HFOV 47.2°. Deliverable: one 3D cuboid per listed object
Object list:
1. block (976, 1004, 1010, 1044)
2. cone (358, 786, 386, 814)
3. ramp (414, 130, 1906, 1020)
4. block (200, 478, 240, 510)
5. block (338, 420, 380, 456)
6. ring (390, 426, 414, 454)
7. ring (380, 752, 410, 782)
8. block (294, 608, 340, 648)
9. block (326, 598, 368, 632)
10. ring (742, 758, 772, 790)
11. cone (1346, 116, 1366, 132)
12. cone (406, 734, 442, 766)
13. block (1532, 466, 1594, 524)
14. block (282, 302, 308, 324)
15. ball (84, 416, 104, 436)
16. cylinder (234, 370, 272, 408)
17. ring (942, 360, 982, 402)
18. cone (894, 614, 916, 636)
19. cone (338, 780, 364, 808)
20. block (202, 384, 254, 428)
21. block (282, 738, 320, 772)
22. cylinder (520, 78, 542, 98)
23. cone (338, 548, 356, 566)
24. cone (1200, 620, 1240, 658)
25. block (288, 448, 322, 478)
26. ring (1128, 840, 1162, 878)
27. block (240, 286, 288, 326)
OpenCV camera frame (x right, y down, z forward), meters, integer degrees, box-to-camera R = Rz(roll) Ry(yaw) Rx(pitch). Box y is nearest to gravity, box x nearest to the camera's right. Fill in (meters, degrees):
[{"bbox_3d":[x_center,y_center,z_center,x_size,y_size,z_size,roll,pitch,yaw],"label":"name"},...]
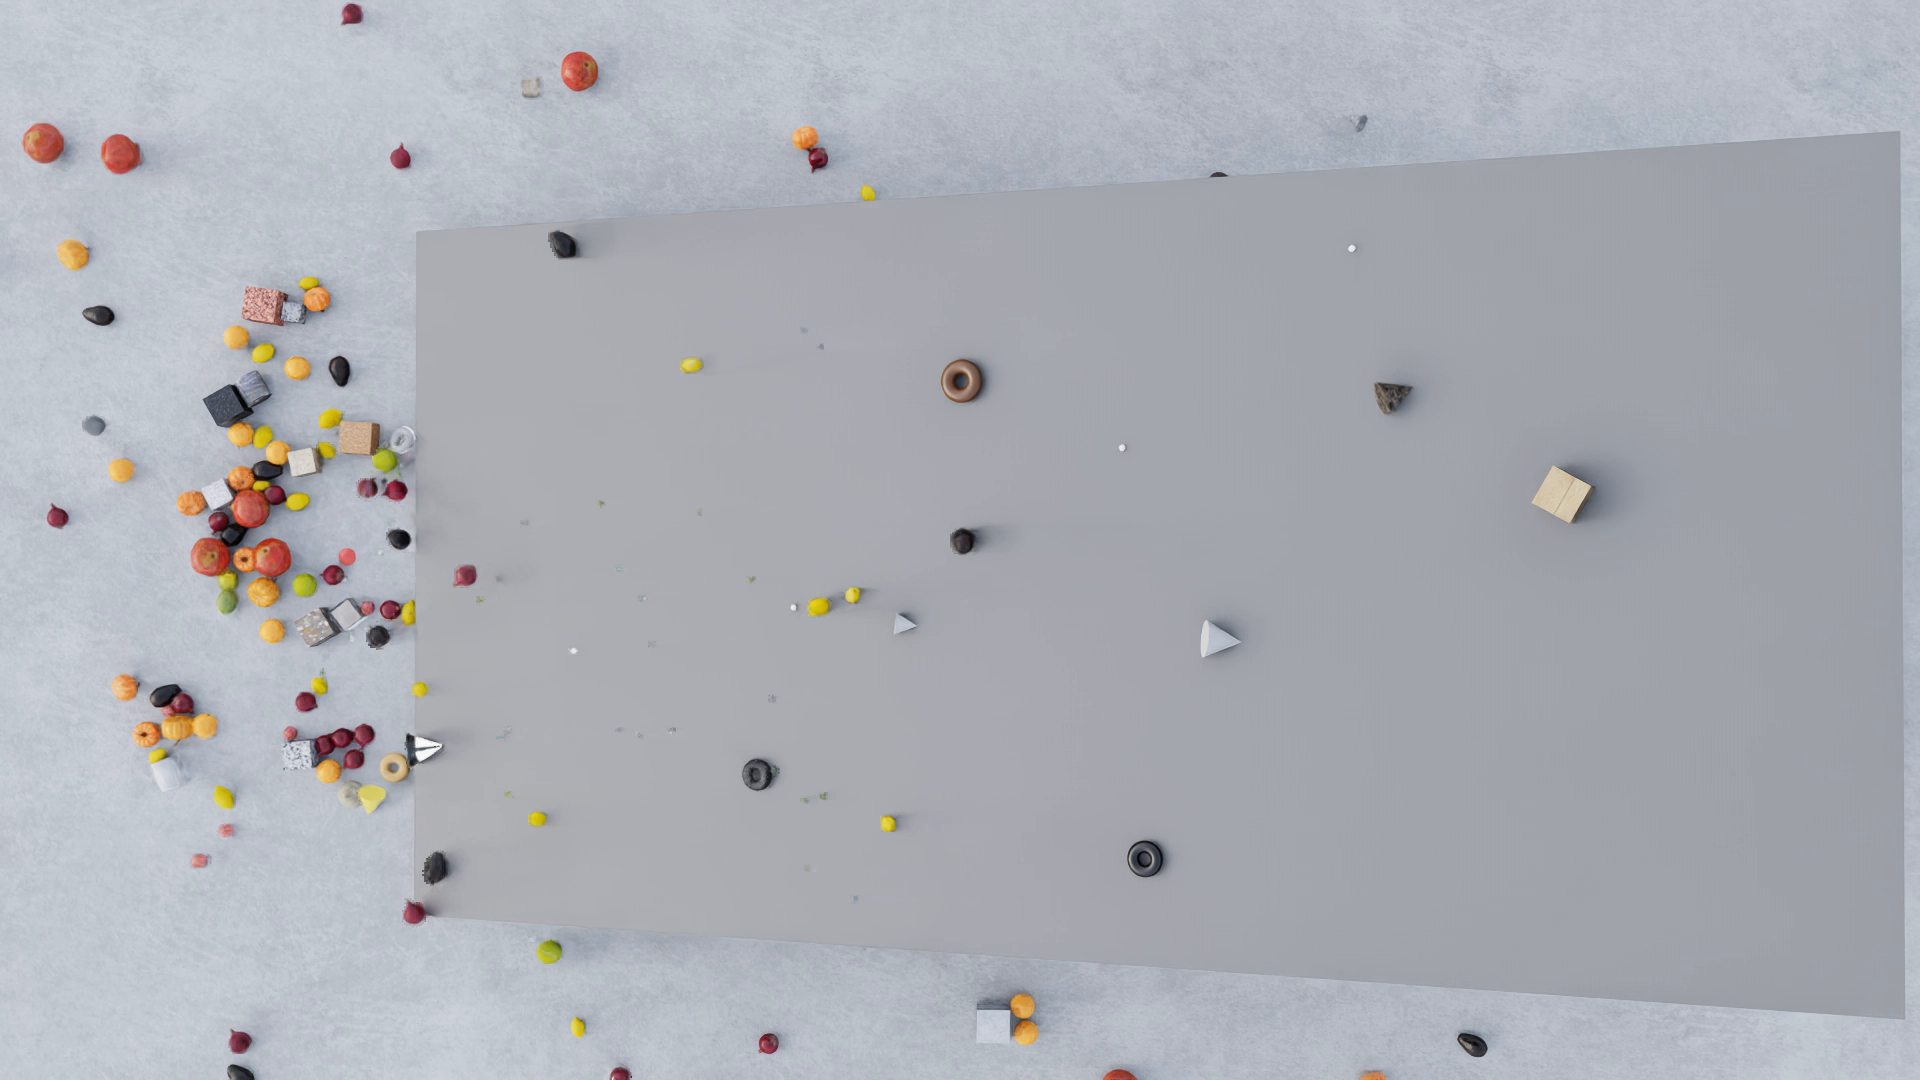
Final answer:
[{"bbox_3d":[0.097,1.419,6.459,0.096,0.096,0.096,1,89,0],"label":"block"},{"bbox_3d":[-1.740,0.781,6.497,0.080,0.080,0.080,14,116,0],"label":"cone"},{"bbox_3d":[0.283,0.087,5.736,4.000,0.100,2.000,0,89,22],"label":"ramp"},{"bbox_3d":[-2.182,-0.134,6.492,0.070,0.070,0.070,-28,89,0],"label":"block"},{"bbox_3d":[-1.771,-0.300,6.483,0.092,0.092,0.092,3,89,0],"label":"block"},{"bbox_3d":[-1.633,-0.293,6.444,0.083,0.028,0.083,-10,68,26],"label":"ring"},{"bbox_3d":[-1.672,0.673,6.502,0.089,0.030,0.089,0,90,1],"label":"ring"},{"bbox_3d":[-1.892,0.257,6.479,0.086,0.086,0.086,-30,89,0],"label":"block"},{"bbox_3d":[-1.807,0.221,6.486,0.072,0.072,0.072,-38,89,0],"label":"block"},{"bbox_3d":[-0.553,0.640,5.993,0.087,0.029,0.087,0,90,21],"label":"ring"},{"bbox_3d":[1.169,-1.246,6.529,0.055,0.055,0.055,31,89,27],"label":"cone"},{"bbox_3d":[-1.547,0.603,6.382,0.100,0.100,0.100,-8,89,-5],"label":"cone"},{"bbox_3d":[1.421,-0.106,5.177,0.099,0.099,0.099,31,101,19],"label":"block"},{"bbox_3d":[-1.970,-0.671,6.506,0.055,0.055,0.055,8,89,0],"label":"block"},{"bbox_3d":[-2.559,-0.337,6.500,0.058,0.058,0.058,0,89,0],"label":"ball"},{"bbox_3d":[-2.087,-0.446,6.491,0.079,0.079,0.079,-32,89,0],"label":"cylinder"},{"bbox_3d":[0.004,-0.417,5.780,0.115,0.038,0.115,0,91,22],"label":"ring"},{"bbox_3d":[-0.143,0.225,5.836,0.059,0.059,0.059,3,89,-11],"label":"cone"},{"bbox_3d":[-1.802,0.752,6.474,0.083,0.083,0.083,0,89,0],"label":"cone"},{"bbox_3d":[-2.158,-0.395,6.485,0.091,0.091,0.091,-30,89,0],"label":"block"},{"bbox_3d":[-1.942,0.632,6.476,0.083,0.083,0.083,-5,89,0],"label":"block"},{"bbox_3d":[-1.270,-1.339,6.516,0.052,0.052,0.052,-4,89,0],"label":"cylinder"},{"bbox_3d":[-1.818,0.049,6.498,0.052,0.052,0.052,0,89,0],"label":"cone"},{"bbox_3d":[0.659,0.251,5.507,0.094,0.094,0.094,5,89,-5],"label":"cone"},{"bbox_3d":[-1.933,-0.229,6.492,0.071,0.071,0.071,-12,89,0],"label":"block"},{"bbox_3d":[0.469,0.810,5.582,0.094,0.031,0.094,-1,88,23],"label":"ring"},{"bbox_3d":[-2.051,-0.690,6.486,0.096,0.096,0.096,9,89,0],"label":"block"}]
